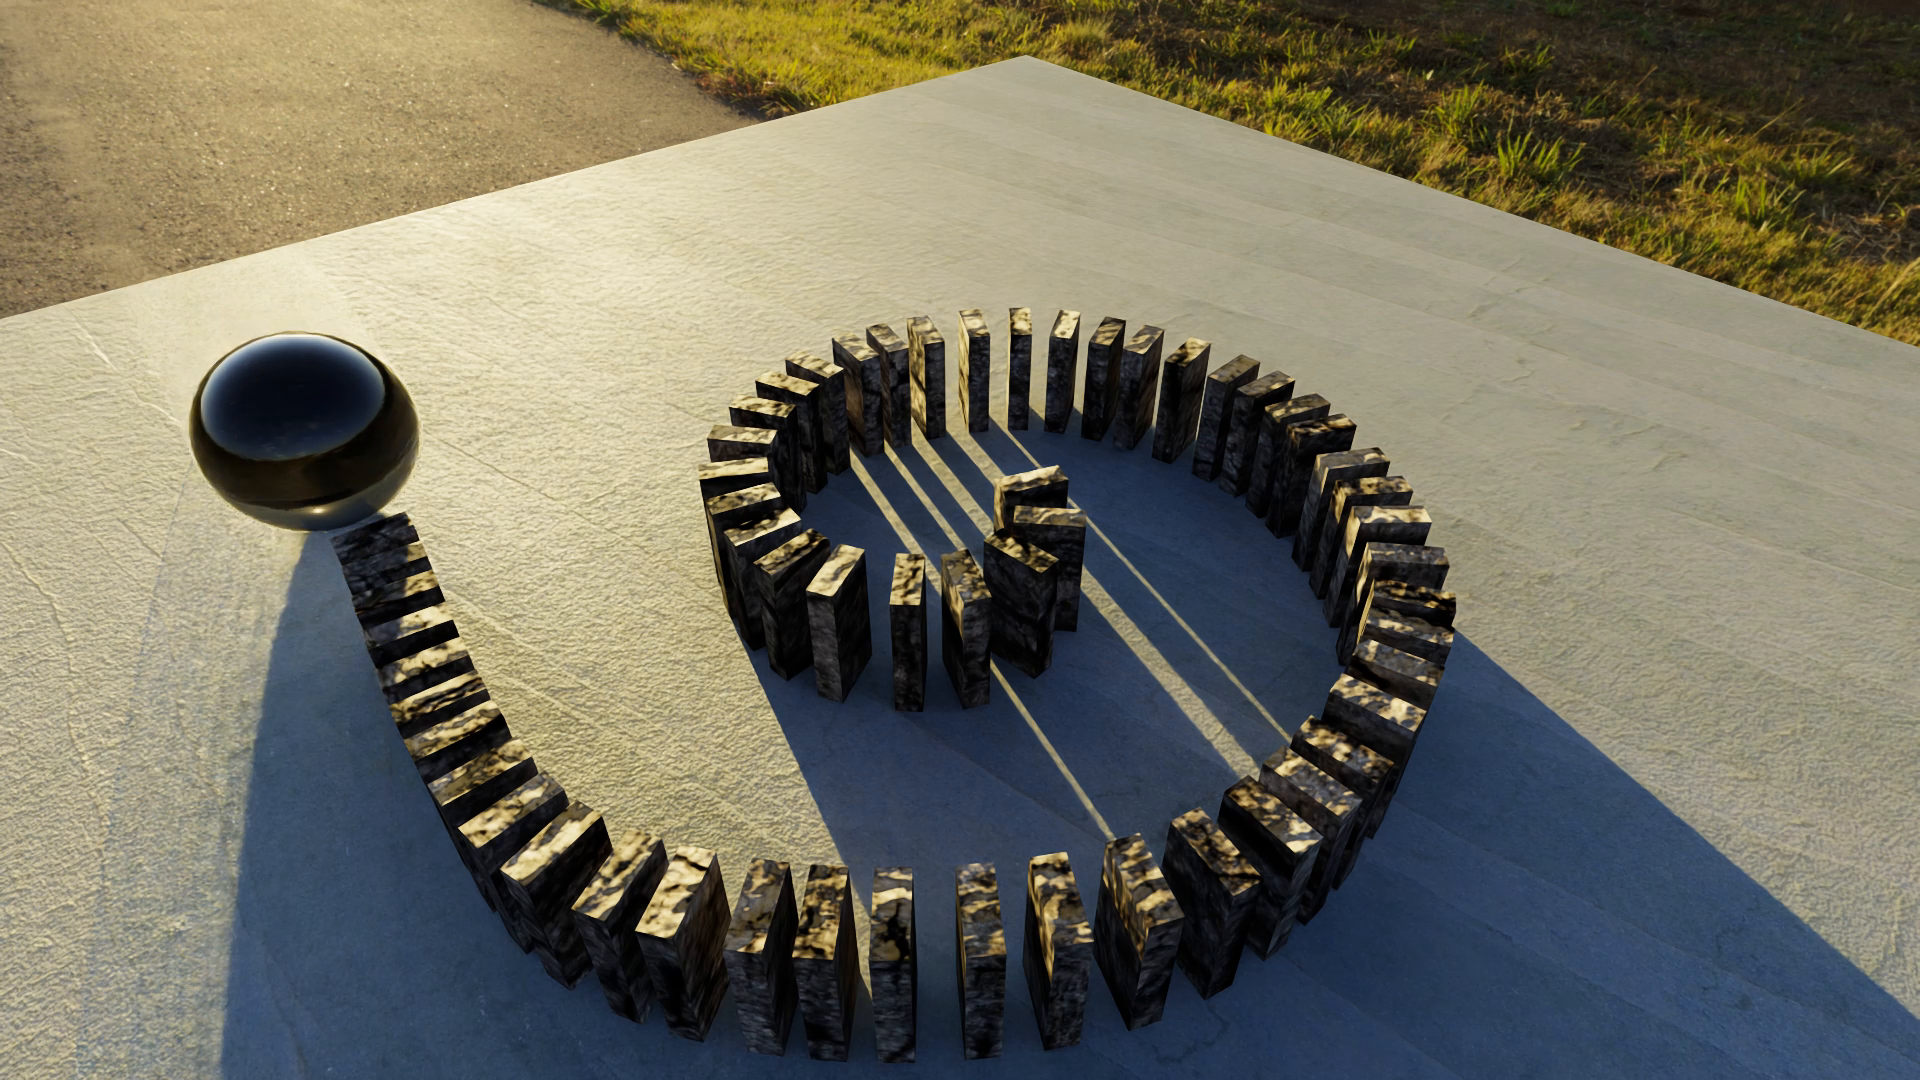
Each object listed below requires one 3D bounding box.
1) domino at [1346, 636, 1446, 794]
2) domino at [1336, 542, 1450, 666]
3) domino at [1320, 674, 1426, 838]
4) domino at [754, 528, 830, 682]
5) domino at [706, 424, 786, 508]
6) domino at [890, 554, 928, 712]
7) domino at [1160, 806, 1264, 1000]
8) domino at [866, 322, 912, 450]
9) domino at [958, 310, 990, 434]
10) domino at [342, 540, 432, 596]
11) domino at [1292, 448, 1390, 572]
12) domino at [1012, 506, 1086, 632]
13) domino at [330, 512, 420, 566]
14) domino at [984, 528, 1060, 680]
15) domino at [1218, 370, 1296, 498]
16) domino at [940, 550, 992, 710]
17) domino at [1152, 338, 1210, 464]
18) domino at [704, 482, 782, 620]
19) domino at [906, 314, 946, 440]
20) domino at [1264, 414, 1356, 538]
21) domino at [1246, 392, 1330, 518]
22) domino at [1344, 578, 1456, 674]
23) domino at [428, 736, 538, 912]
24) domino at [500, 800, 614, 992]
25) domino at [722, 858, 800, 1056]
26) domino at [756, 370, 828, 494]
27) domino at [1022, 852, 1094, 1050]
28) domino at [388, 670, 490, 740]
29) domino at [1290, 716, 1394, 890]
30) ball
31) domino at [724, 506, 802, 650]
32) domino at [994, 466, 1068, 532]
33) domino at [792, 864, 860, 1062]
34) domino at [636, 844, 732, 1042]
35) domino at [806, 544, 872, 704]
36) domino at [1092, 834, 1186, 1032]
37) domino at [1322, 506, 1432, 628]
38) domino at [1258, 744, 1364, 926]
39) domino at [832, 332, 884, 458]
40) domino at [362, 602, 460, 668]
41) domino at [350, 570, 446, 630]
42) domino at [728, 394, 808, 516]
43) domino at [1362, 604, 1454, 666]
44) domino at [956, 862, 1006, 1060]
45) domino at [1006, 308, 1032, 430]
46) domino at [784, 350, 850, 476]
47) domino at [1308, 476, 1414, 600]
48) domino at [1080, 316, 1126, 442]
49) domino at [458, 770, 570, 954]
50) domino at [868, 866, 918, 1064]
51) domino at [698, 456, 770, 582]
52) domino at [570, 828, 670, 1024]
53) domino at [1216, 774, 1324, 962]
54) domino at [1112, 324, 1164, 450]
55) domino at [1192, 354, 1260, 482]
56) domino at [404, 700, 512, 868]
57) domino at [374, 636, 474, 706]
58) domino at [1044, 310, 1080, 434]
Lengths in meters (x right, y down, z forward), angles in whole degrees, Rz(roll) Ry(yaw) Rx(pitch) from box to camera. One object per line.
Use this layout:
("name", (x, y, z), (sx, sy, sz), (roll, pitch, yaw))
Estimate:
("domino", (0.131, 0.055, 0.344), (0.025, 0.050, 0.009), (21, 44, 24))
("domino", (0.149, 0.024, 0.382), (0.025, 0.050, 0.009), (4, 40, 5))
("domino", (0.120, 0.066, 0.331), (0.025, 0.050, 0.009), (26, 46, 28))
("domino", (-0.056, 0.023, 0.383), (0.009, 0.050, 0.025), (31, 48, 32))
("domino", (-0.084, -0.021, 0.437), (0.025, 0.050, 0.009), (6, 40, 7))
("domino", (-0.017, 0.032, 0.373), (0.010, 0.050, 0.025), (2, 39, 2))
("domino", (0.064, 0.097, 0.293), (0.009, 0.050, 0.025), (-19, 43, -22))
("domino", (-0.032, -0.069, 0.496), (0.009, 0.050, 0.025), (-18, 43, -20))
("domino", (0.006, -0.077, 0.506), (0.009, 0.050, 0.025), (-7, 40, -8))
("domino", (-0.190, 0.026, 0.379), (0.025, 0.050, 0.010), (-22, 44, -25))
("domino", (0.147, -0.011, 0.425), (0.025, 0.050, 0.010), (-8, 40, -9))
("domino", (0.031, 0.011, 0.398), (0.025, 0.050, 0.009), (4, 39, 5))
("domino", (-0.201, 0.016, 0.391), (0.025, 0.050, 0.009), (-26, 46, -29))
("domino", (0.020, 0.023, 0.384), (0.025, 0.050, 0.009), (30, 48, 32))
("domino", (0.125, -0.044, 0.466), (0.025, 0.050, 0.009), (-25, 46, -27))
("domino", (0.002, 0.031, 0.374), (0.010, 0.050, 0.025), (-11, 41, -13))
("domino", (0.098, -0.061, 0.486), (0.010, 0.050, 0.025), (25, 45, 27))
("domino", (-0.077, 0.004, 0.406), (0.025, 0.050, 0.009), (-17, 42, -19))
("domino", (-0.015, -0.074, 0.501), (0.010, 0.050, 0.025), (-13, 41, -15))
("domino", (0.140, -0.025, 0.442), (0.025, 0.050, 0.010), (-12, 41, -15))
("domino", (0.135, -0.034, 0.453), (0.025, 0.050, 0.009), (-17, 42, -19))
("domino", (0.145, 0.037, 0.367), (0.025, 0.050, 0.009), (12, 41, 14))
("domino", (-0.129, 0.081, 0.312), (0.025, 0.050, 0.010), (-30, 48, -31))
("domino", (-0.104, 0.096, 0.295), (0.009, 0.050, 0.025), (22, 44, 25))
("domino", (-0.049, 0.107, 0.281), (0.009, 0.050, 0.025), (5, 40, 6))
("domino", (-0.071, -0.045, 0.467), (0.025, 0.050, 0.010), (18, 43, 21))
("domino", (0.024, 0.106, 0.282), (0.009, 0.050, 0.025), (-7, 40, -8))
("domino", (-0.151, 0.065, 0.333), (0.025, 0.050, 0.009), (-25, 45, -27))
("domino", (0.105, 0.077, 0.318), (0.025, 0.050, 0.010), (31, 48, 32))
("ball", (-0.261, -0.043, 0.441), (0.080, 0.080, 0.080), (0, 39, 0))
("domino", (-0.068, 0.014, 0.394), (0.025, 0.050, 0.009), (-24, 45, -27))
("domino", (0.026, -0.003, 0.415), (0.025, 0.050, 0.010), (-13, 41, -16))
("domino", (-0.033, 0.108, 0.280), (0.009, 0.050, 0.025), (2, 39, 3))
("domino", (-0.069, 0.105, 0.284), (0.009, 0.050, 0.025), (9, 40, 11))
("domino", (-0.041, 0.029, 0.376), (0.009, 0.050, 0.025), (13, 41, 16))
("domino", (0.045, 0.103, 0.286), (0.010, 0.050, 0.025), (-12, 41, -14))
("domino", (0.150, 0.010, 0.399), (0.025, 0.050, 0.009), (-1, 39, -1))
("domino", (0.094, 0.084, 0.309), (0.009, 0.050, 0.025), (-30, 48, -31))
("domino", (-0.045, -0.064, 0.490), (0.010, 0.050, 0.025), (-23, 45, -26))
("domino", (-0.171, 0.046, 0.356), (0.025, 0.050, 0.009), (-22, 44, -25))
("domino", (-0.181, 0.036, 0.368), (0.025, 0.050, 0.009), (-22, 44, -24))
("domino", (-0.079, -0.034, 0.453), (0.025, 0.050, 0.009), (12, 41, 14))
("domino", (0.139, 0.046, 0.356), (0.025, 0.050, 0.010), (17, 42, 19))
("domino", (0.005, 0.108, 0.280), (0.010, 0.050, 0.025), (-3, 39, -4))
("domino", (0.027, -0.079, 0.507), (0.010, 0.050, 0.025), (0, 39, 0))
("domino", (-0.061, -0.055, 0.478), (0.025, 0.050, 0.009), (26, 46, 29))
("domino", (0.149, 0.000, 0.412), (0.025, 0.050, 0.009), (-4, 40, -5))
("domino", (0.065, -0.073, 0.501), (0.009, 0.050, 0.025), (15, 42, 18))
("domino", (-0.117, 0.089, 0.303), (0.009, 0.050, 0.025), (30, 48, 31))
("domino", (-0.016, 0.108, 0.279), (0.009, 0.050, 0.025), (0, 39, 0))
("domino", (-0.083, -0.007, 0.420), (0.025, 0.050, 0.010), (-7, 40, -9))
("domino", (-0.085, 0.102, 0.288), (0.010, 0.050, 0.025), (13, 41, 16))
("domino", (0.081, 0.090, 0.301), (0.009, 0.050, 0.025), (-25, 46, -28))
("domino", (0.080, -0.068, 0.495), (0.009, 0.050, 0.025), (19, 43, 22))
("domino", (0.115, -0.052, 0.475), (0.009, 0.050, 0.025), (32, 49, 33))
("domino", (-0.141, 0.072, 0.323), (0.025, 0.050, 0.009), (-27, 46, -29))
("domino", (-0.160, 0.056, 0.343), (0.025, 0.050, 0.009), (-23, 45, -26))
("domino", (0.047, -0.077, 0.505), (0.009, 0.050, 0.025), (9, 40, 11))
